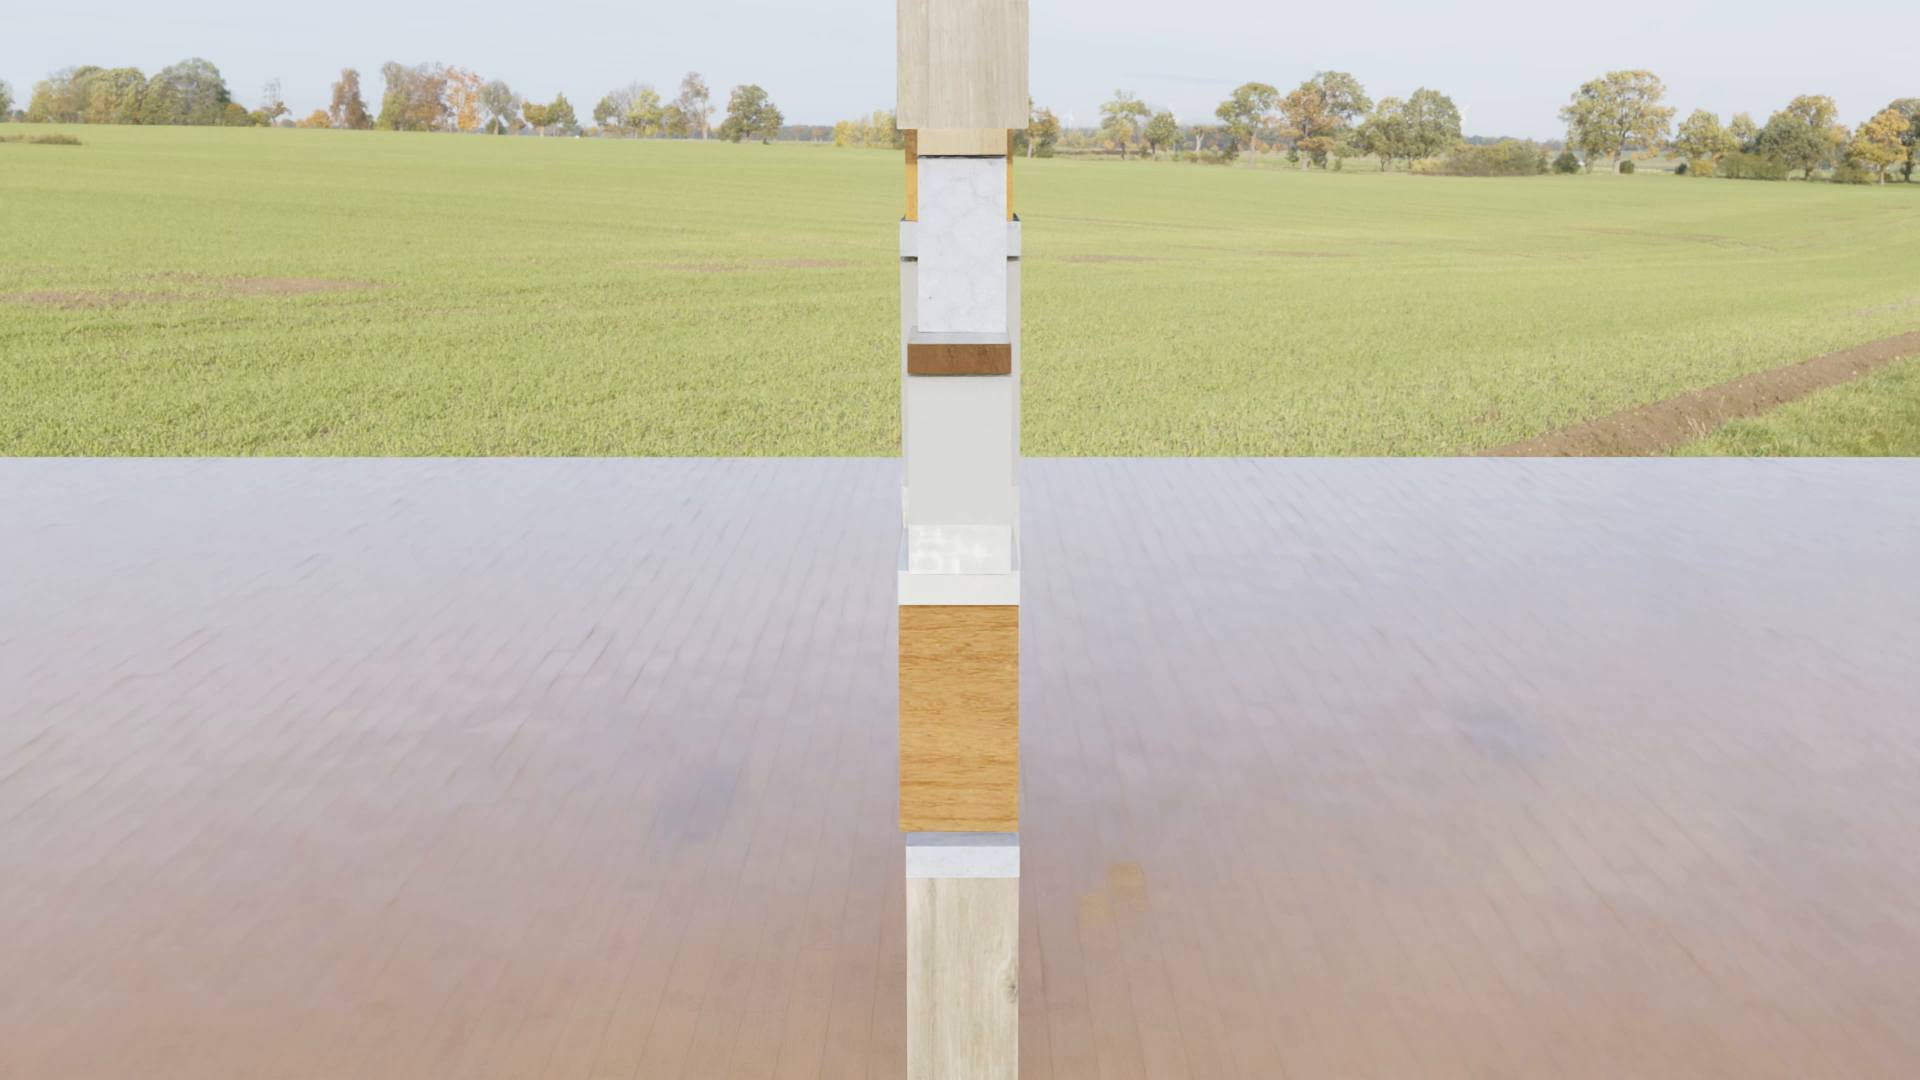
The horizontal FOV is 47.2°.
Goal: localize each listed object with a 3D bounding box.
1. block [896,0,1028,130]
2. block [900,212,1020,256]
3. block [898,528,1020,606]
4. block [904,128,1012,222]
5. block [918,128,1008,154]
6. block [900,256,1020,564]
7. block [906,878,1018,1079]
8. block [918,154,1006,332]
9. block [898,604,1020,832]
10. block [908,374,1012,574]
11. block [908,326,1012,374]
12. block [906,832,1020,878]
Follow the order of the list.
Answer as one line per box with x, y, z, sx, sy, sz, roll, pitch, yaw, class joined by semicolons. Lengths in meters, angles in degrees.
0.003;-0.826;2.880;0.174;0.564;0.049;0;10;0;block
0.001;-0.453;3.249;0.170;0.048;0.339;0;10;0;block
-0.002;0.033;2.980;0.157;0.044;0.314;0;11;0;block
-0.001;-0.600;3.086;0.151;0.301;0.043;0;10;0;block
0.003;-0.531;2.926;0.115;0.033;0.229;0;10;0;block
0.001;-0.124;3.195;0.170;0.579;0.048;0;11;0;block
0.003;0.576;2.938;0.148;0.295;0.042;0;11;0;block
0.003;-0.388;2.874;0.115;0.230;0.033;0;10;0;block
-0.001;0.228;2.910;0.157;0.314;0.044;0;11;0;block
0.000;-0.087;2.797;0.130;0.259;0.037;0;10;0;block
-0.001;-0.249;2.855;0.130;0.037;0.259;0;11;0;block
0.004;0.392;3.004;0.148;0.042;0.295;0;11;0;block
